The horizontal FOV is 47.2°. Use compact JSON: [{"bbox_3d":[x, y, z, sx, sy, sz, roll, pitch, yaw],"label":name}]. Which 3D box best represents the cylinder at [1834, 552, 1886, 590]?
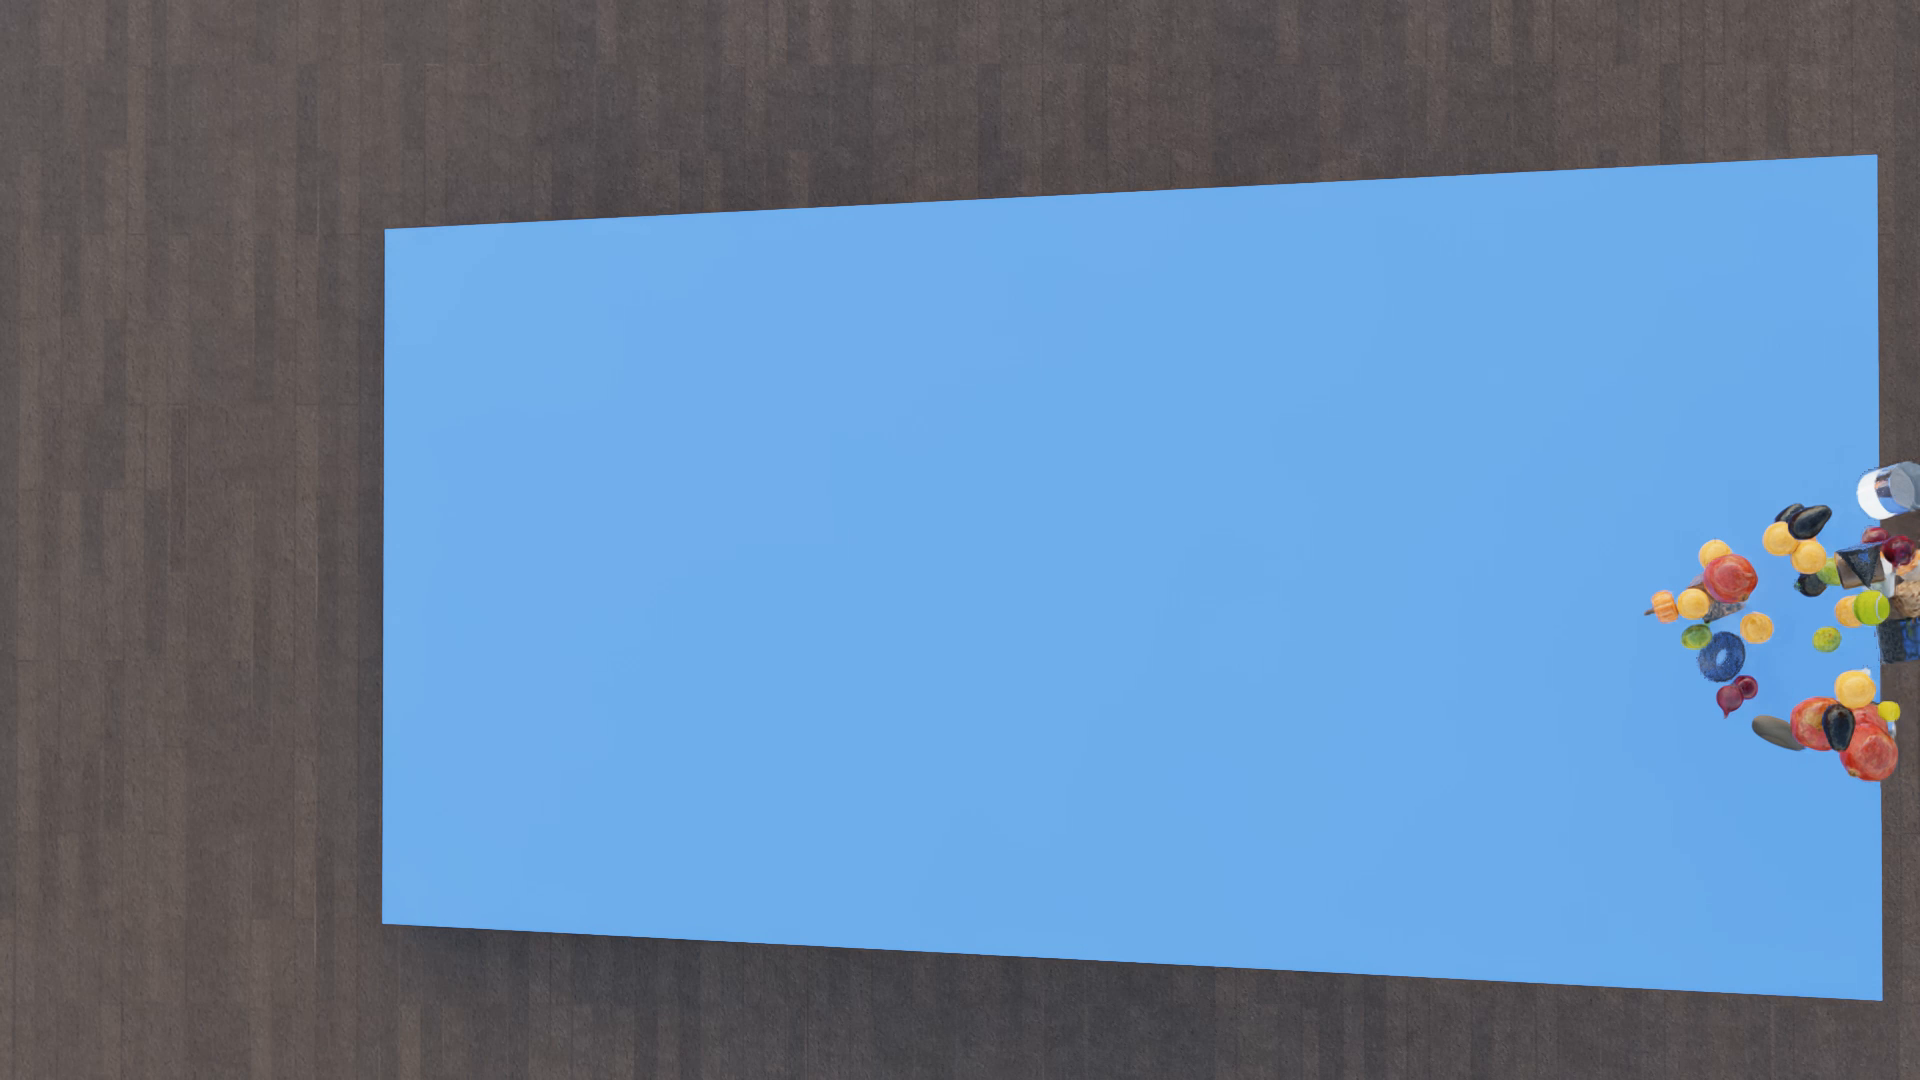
[{"bbox_3d":[1.735,0.051,4.241,0.076,0.076,0.076,-15,89,18],"label":"cylinder"}]

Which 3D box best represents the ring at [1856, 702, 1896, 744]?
[{"bbox_3d":[1.992,0.398,4.780,0.033,0.098,0.098,-17,89,-23],"label":"ring"}]

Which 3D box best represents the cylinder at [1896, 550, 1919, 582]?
[{"bbox_3d":[2.121,0.060,4.865,0.068,0.068,0.068,-30,89,34],"label":"cylinder"}]

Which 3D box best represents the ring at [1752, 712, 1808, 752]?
[{"bbox_3d":[1.745,0.410,4.677,0.121,0.121,0.040,33,74,0],"label":"ring"}]

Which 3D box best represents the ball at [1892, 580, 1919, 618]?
[{"bbox_3d":[1.915,0.118,4.425,0.074,0.074,0.074,0,89,0],"label":"ball"}]

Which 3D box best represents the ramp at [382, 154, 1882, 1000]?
[{"bbox_3d":[0.271,0.095,5.815,4.000,0.100,2.000,0,89,17],"label":"ramp"}]

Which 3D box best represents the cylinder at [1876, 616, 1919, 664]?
[{"bbox_3d":[1.870,0.199,4.370,0.083,0.083,0.083,-7,84,0],"label":"cylinder"}]

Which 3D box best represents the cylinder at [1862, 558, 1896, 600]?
[{"bbox_3d":[1.838,0.078,4.400,0.061,0.061,0.061,-13,121,0],"label":"cylinder"}]

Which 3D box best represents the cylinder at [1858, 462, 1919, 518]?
[{"bbox_3d":[1.762,-0.093,4.148,0.093,0.093,0.093,3,79,-14],"label":"cylinder"}]

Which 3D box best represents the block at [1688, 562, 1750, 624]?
[{"bbox_3d":[1.772,0.123,5.132,0.094,0.094,0.094,-27,92,34],"label":"block"}]

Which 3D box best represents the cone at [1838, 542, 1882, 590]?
[{"bbox_3d":[1.719,0.054,4.181,0.083,0.083,0.083,-13,91,0],"label":"cone"}]
